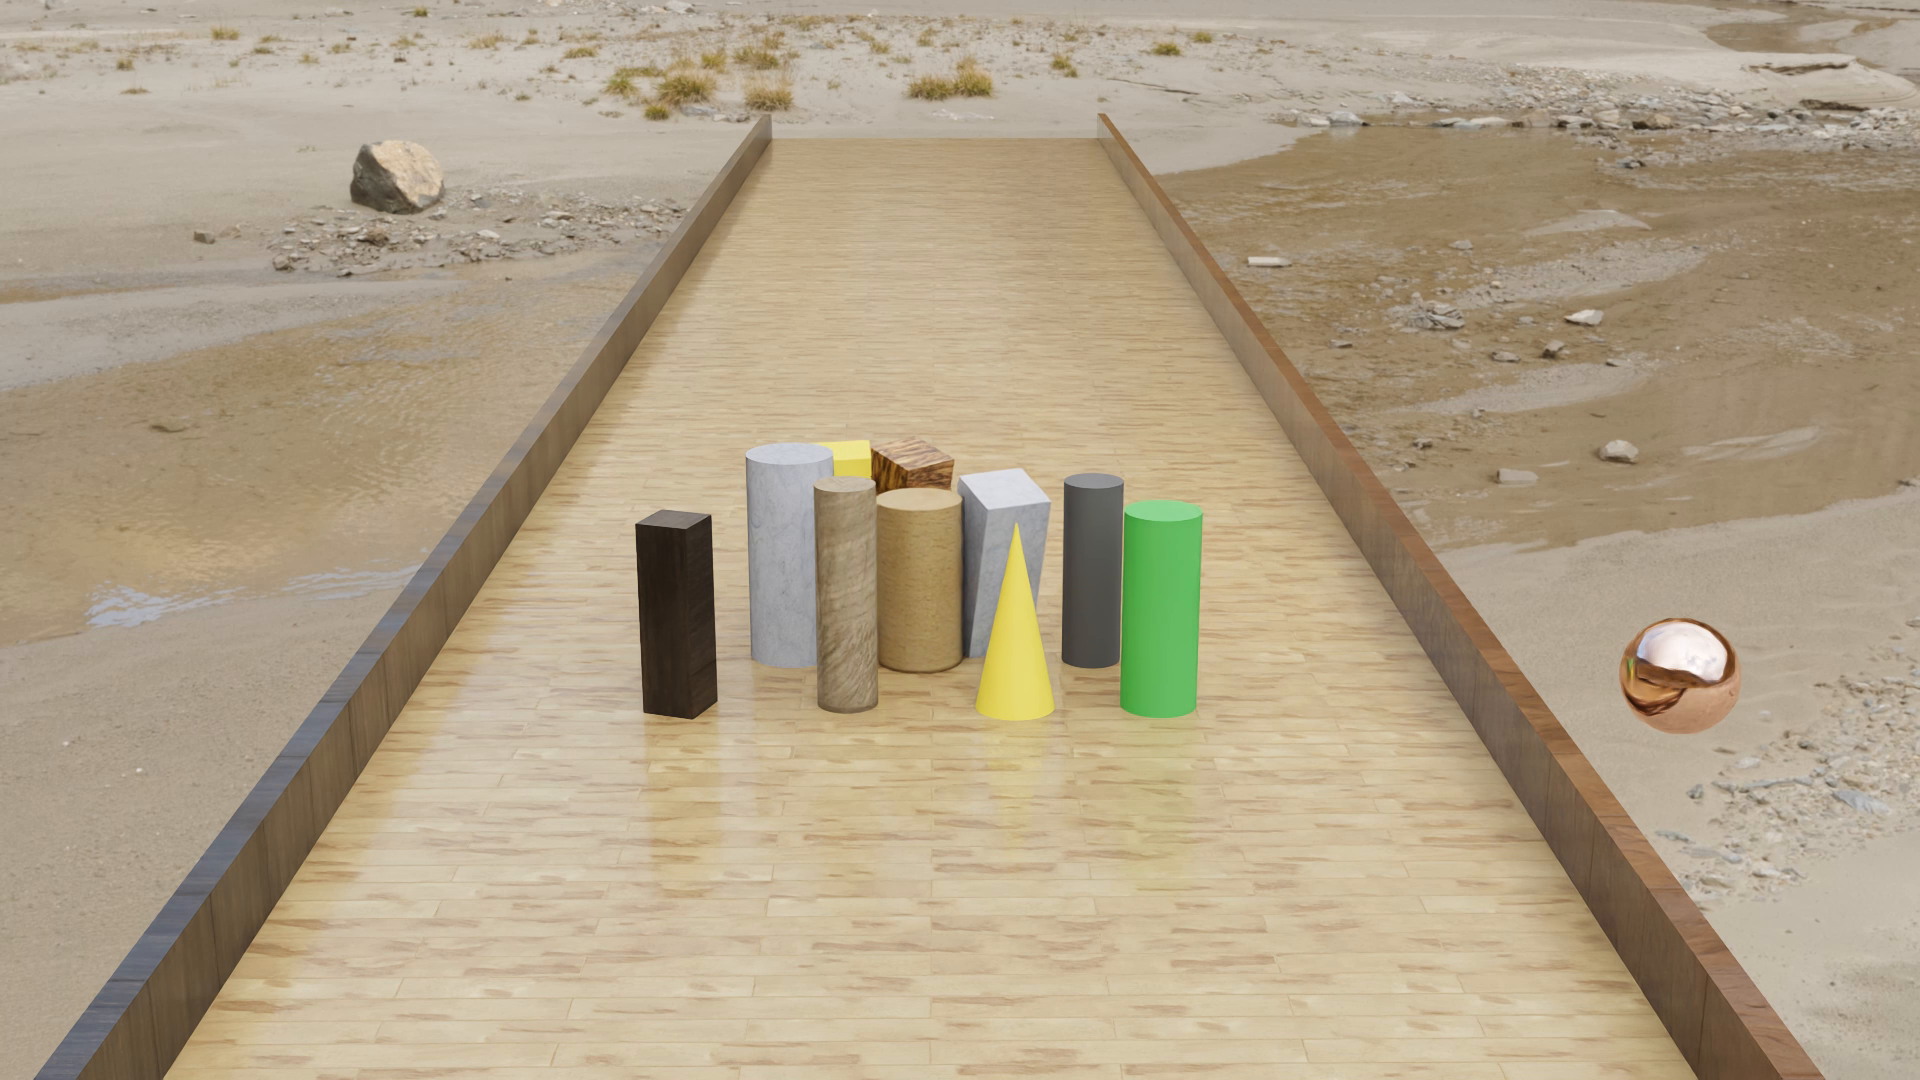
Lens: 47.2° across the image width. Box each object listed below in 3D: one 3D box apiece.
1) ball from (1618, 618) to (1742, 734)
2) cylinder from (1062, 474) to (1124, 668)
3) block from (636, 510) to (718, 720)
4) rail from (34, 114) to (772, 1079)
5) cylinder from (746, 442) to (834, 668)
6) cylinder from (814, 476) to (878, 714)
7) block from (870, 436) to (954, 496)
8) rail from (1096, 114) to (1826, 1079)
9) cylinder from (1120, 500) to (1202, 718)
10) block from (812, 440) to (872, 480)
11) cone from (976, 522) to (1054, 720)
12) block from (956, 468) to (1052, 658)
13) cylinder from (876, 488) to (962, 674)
[{"bbox_3d":[1.157,0.219,3.534,0.188,0.188,0.188,0,17,0],"label":"ball"},{"bbox_3d":[0.263,0.061,4.372,0.118,0.370,0.118,0,17,0],"label":"cylinder"},{"bbox_3d":[-0.529,0.139,4.111,0.104,0.370,0.104,6,18,19],"label":"block"},{"bbox_3d":[-1.118,-0.838,7.780,0.050,0.150,12.000,0,17,-1],"label":"rail"},{"bbox_3d":[-0.336,0.029,4.395,0.173,0.418,0.173,0,17,0],"label":"cylinder"},{"bbox_3d":[-0.213,0.103,4.123,0.116,0.432,0.116,0,17,0],"label":"cylinder"},{"bbox_3d":[-0.123,-0.045,4.778,0.131,0.319,0.131,-16,35,-39],"label":"block"},{"bbox_3d":[0.932,-0.844,7.801,0.050,0.150,12.000,0,17,-1],"label":"rail"},{"bbox_3d":[0.376,0.129,4.122,0.145,0.383,0.145,0,17,0],"label":"cylinder"},{"bbox_3d":[-0.260,-0.016,4.647,0.157,0.355,0.157,-3,17,-3],"label":"block"},{"bbox_3d":[0.104,0.139,4.116,0.151,0.367,0.151,0,17,0],"label":"cone"},{"bbox_3d":[0.071,0.047,4.415,0.138,0.347,0.138,-8,33,-24],"label":"block"},{"bbox_3d":[-0.081,0.079,4.373,0.172,0.333,0.172,0,16,0],"label":"cylinder"}]
